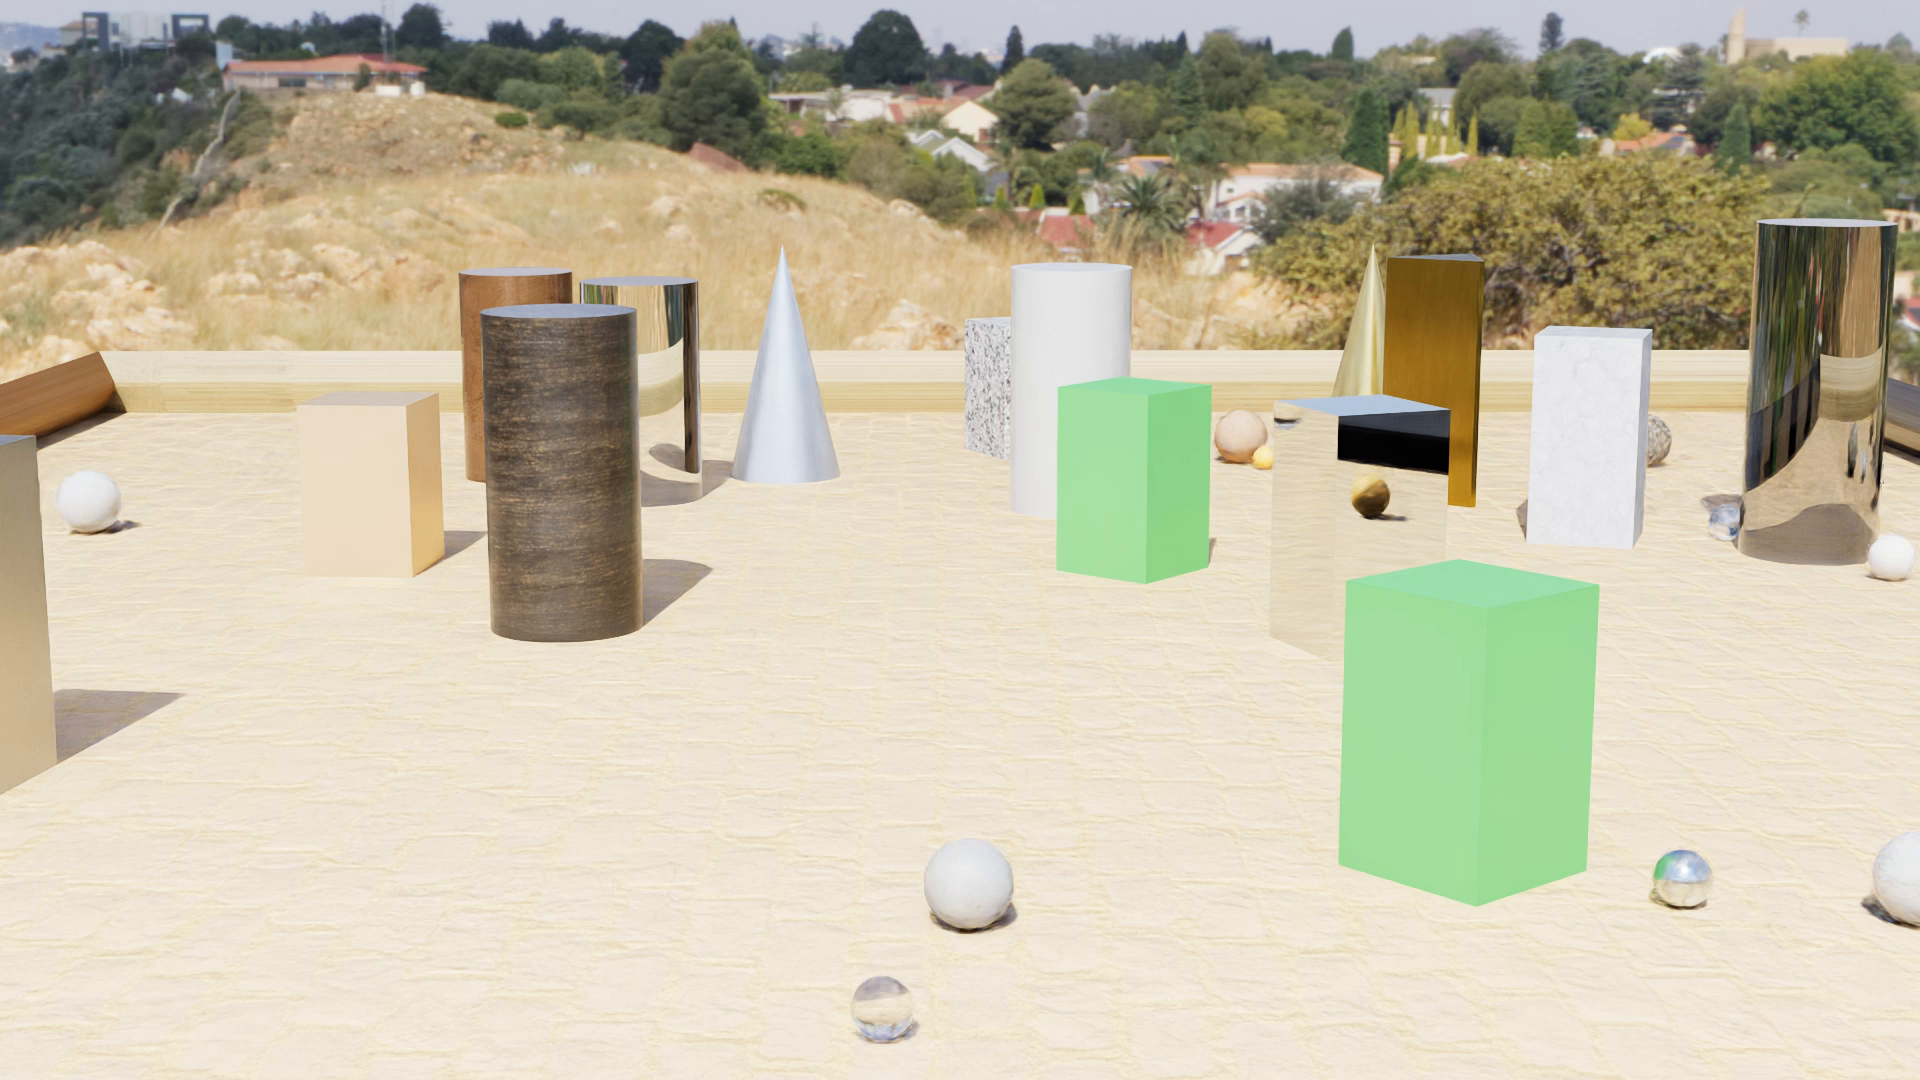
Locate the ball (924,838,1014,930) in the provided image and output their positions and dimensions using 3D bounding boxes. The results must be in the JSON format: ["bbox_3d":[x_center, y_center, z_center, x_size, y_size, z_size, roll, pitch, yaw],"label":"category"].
[{"bbox_3d":[0.007,0.293,2.191,0.078,0.078,0.078,0,10,0],"label":"ball"}]

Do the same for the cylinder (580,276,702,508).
[{"bbox_3d":[-0.540,-0.254,4.351,0.199,0.370,0.199,0,10,0],"label":"cylinder"}]

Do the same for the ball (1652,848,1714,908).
[{"bbox_3d":[0.633,0.296,2.247,0.051,0.051,0.051,0,10,0],"label":"ball"}]

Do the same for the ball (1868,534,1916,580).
[{"bbox_3d":[1.336,0.025,3.676,0.066,0.066,0.066,0,10,0],"label":"ball"}]

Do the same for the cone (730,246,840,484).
[{"bbox_3d":[-0.315,-0.321,4.588,0.199,0.414,0.199,0,10,0],"label":"cone"}]

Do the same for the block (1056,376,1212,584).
[{"bbox_3d":[0.253,-0.090,3.736,0.160,0.270,0.160,8,13,38],"label":"block"}]

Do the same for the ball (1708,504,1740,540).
[{"bbox_3d":[1.191,-0.027,3.987,0.055,0.055,0.055,0,10,0],"label":"ball"}]

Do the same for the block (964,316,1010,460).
[{"bbox_3d":[0.117,-0.293,4.884,0.160,0.251,0.160,-5,12,-27],"label":"block"}]

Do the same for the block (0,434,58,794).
[{"bbox_3d":[-1.044,0.077,2.612,0.160,0.351,0.160,2,11,8],"label":"block"}]

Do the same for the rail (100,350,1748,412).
[{"bbox_3d":[-0.012,-0.333,5.430,3.626,0.130,0.045,0,10,0],"label":"rail"}]

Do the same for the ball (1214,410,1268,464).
[{"bbox_3d":[0.520,-0.191,4.753,0.100,0.100,0.100,0,10,0],"label":"ball"}]

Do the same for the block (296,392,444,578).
[{"bbox_3d":[-0.860,-0.083,3.757,0.160,0.249,0.160,1,11,5],"label":"block"}]

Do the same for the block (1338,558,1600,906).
[{"bbox_3d":[0.462,0.170,2.336,0.160,0.268,0.160,-9,14,-40],"label":"block"}]

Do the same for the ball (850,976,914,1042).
[{"bbox_3d":[-0.059,0.354,1.941,0.049,0.049,0.049,0,10,0],"label":"ball"}]

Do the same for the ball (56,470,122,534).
[{"bbox_3d":[-1.373,-0.061,4.046,0.100,0.100,0.100,0,10,0],"label":"ball"}]

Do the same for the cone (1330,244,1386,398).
[{"bbox_3d":[0.752,-0.340,4.707,0.199,0.409,0.199,0,10,0],"label":"cone"}]

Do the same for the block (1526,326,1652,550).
[{"bbox_3d":[0.978,-0.162,3.984,0.160,0.321,0.160,4,11,20],"label":"block"}]

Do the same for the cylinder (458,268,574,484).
[{"bbox_3d":[-0.789,-0.296,4.586,0.199,0.367,0.199,0,10,0],"label":"cylinder"}]

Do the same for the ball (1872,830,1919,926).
[{"bbox_3d":[0.825,0.290,2.201,0.081,0.081,0.081,0,10,0],"label":"ball"}]

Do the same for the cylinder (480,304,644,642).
[{"bbox_3d":[-0.517,-0.091,3.340,0.199,0.415,0.199,0,10,0],"label":"cylinder"}]

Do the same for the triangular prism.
[{"bbox_3d":[0.829,-0.276,4.357,0.173,0.410,0.150,7,13,34],"label":"triangular prism"}]

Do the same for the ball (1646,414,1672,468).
[{"bbox_3d":[1.256,-0.182,4.709,0.098,0.098,0.098,0,10,0],"label":"ball"}]

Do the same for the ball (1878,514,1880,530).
[{"bbox_3d":[1.385,-0.029,3.960,0.067,0.067,0.067,0,10,0],"label":"ball"}]

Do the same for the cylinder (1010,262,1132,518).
[{"bbox_3d":[0.183,-0.250,4.239,0.199,0.401,0.199,0,10,0],"label":"cylinder"}]

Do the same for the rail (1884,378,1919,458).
[{"bbox_3d":[1.789,0.031,3.459,0.045,0.130,4.077,0,10,0],"label":"rail"}]

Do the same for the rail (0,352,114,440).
[{"bbox_3d":[-1.789,0.035,3.439,0.045,0.130,4.077,0,10,0],"label":"rail"}]

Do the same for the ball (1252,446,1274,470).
[{"bbox_3d":[0.556,-0.150,4.691,0.041,0.041,0.041,0,10,0],"label":"ball"}]

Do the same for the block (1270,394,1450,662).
[{"bbox_3d":[0.504,-0.018,3.246,0.160,0.307,0.160,-4,11,-22],"label":"block"}]

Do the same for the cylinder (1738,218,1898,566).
[{"bbox_3d":[1.281,-0.225,3.837,0.199,0.498,0.199,0,10,0],"label":"cylinder"}]
